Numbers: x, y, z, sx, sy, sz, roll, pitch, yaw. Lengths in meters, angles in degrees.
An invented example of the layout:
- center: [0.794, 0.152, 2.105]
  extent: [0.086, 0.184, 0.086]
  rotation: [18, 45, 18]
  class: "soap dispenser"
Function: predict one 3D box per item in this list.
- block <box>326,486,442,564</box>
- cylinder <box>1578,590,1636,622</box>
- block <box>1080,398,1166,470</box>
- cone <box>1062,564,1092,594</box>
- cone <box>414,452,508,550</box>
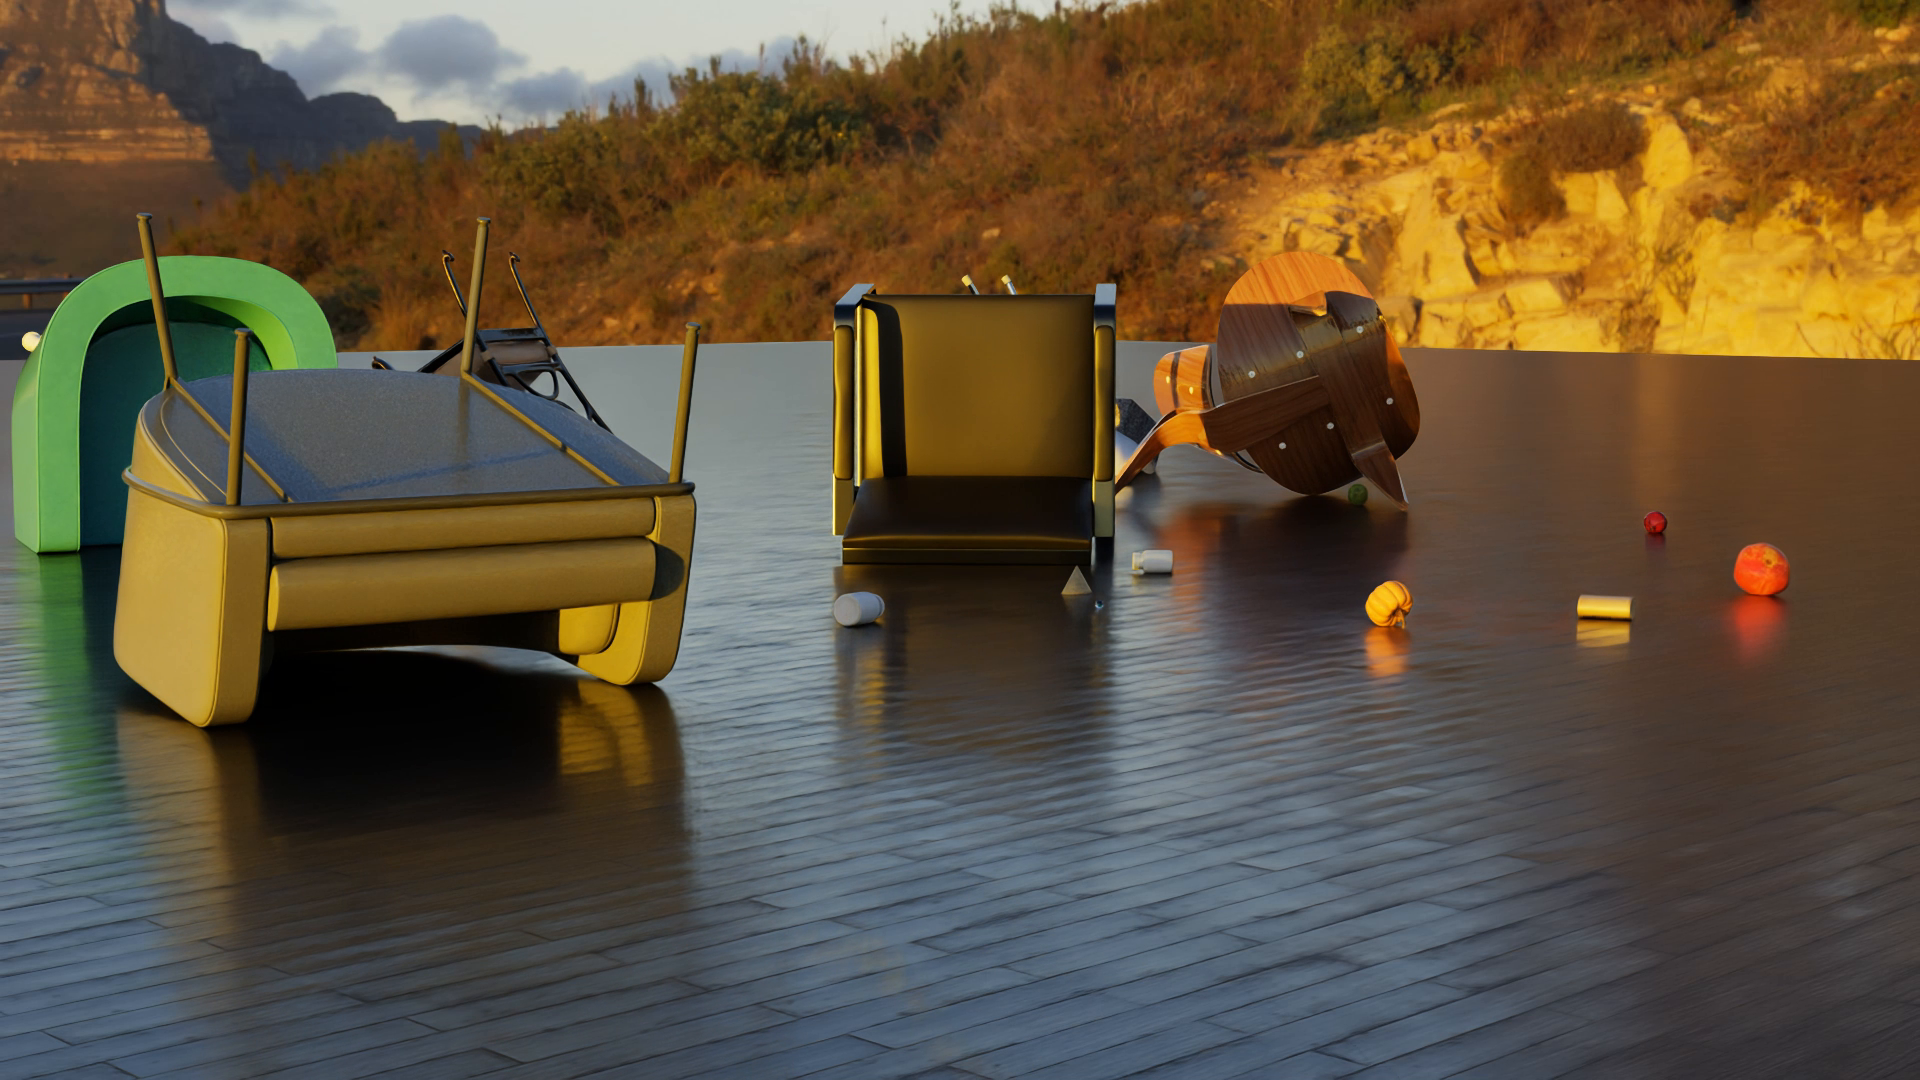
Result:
- center: [-1.353, -0.037, 6.016]
  extent: [0.216, 0.155, 0.204]
  rotation: [-3, 7, -28]
  class: "block"
- center: [1.248, 0.130, 4.948]
  extent: [0.098, 0.042, 0.091]
  rotation: [14, 4, 17]
  class: "cylinder"
- center: [0.550, -0.357, 8.666]
  extent: [0.162, 0.146, 0.255]
  rotation: [4, -21, 34]
  class: "block"
- center: [0.243, 0.081, 5.337]
  extent: [0.074, 0.060, 0.042]
  rotation: [-4, 7, -32]
  class: "cone"
- center: [-1.177, -0.043, 6.262]
  extent: [0.314, 0.273, 0.219]
  rotation: [15, -18, 44]
  class: "cone"
